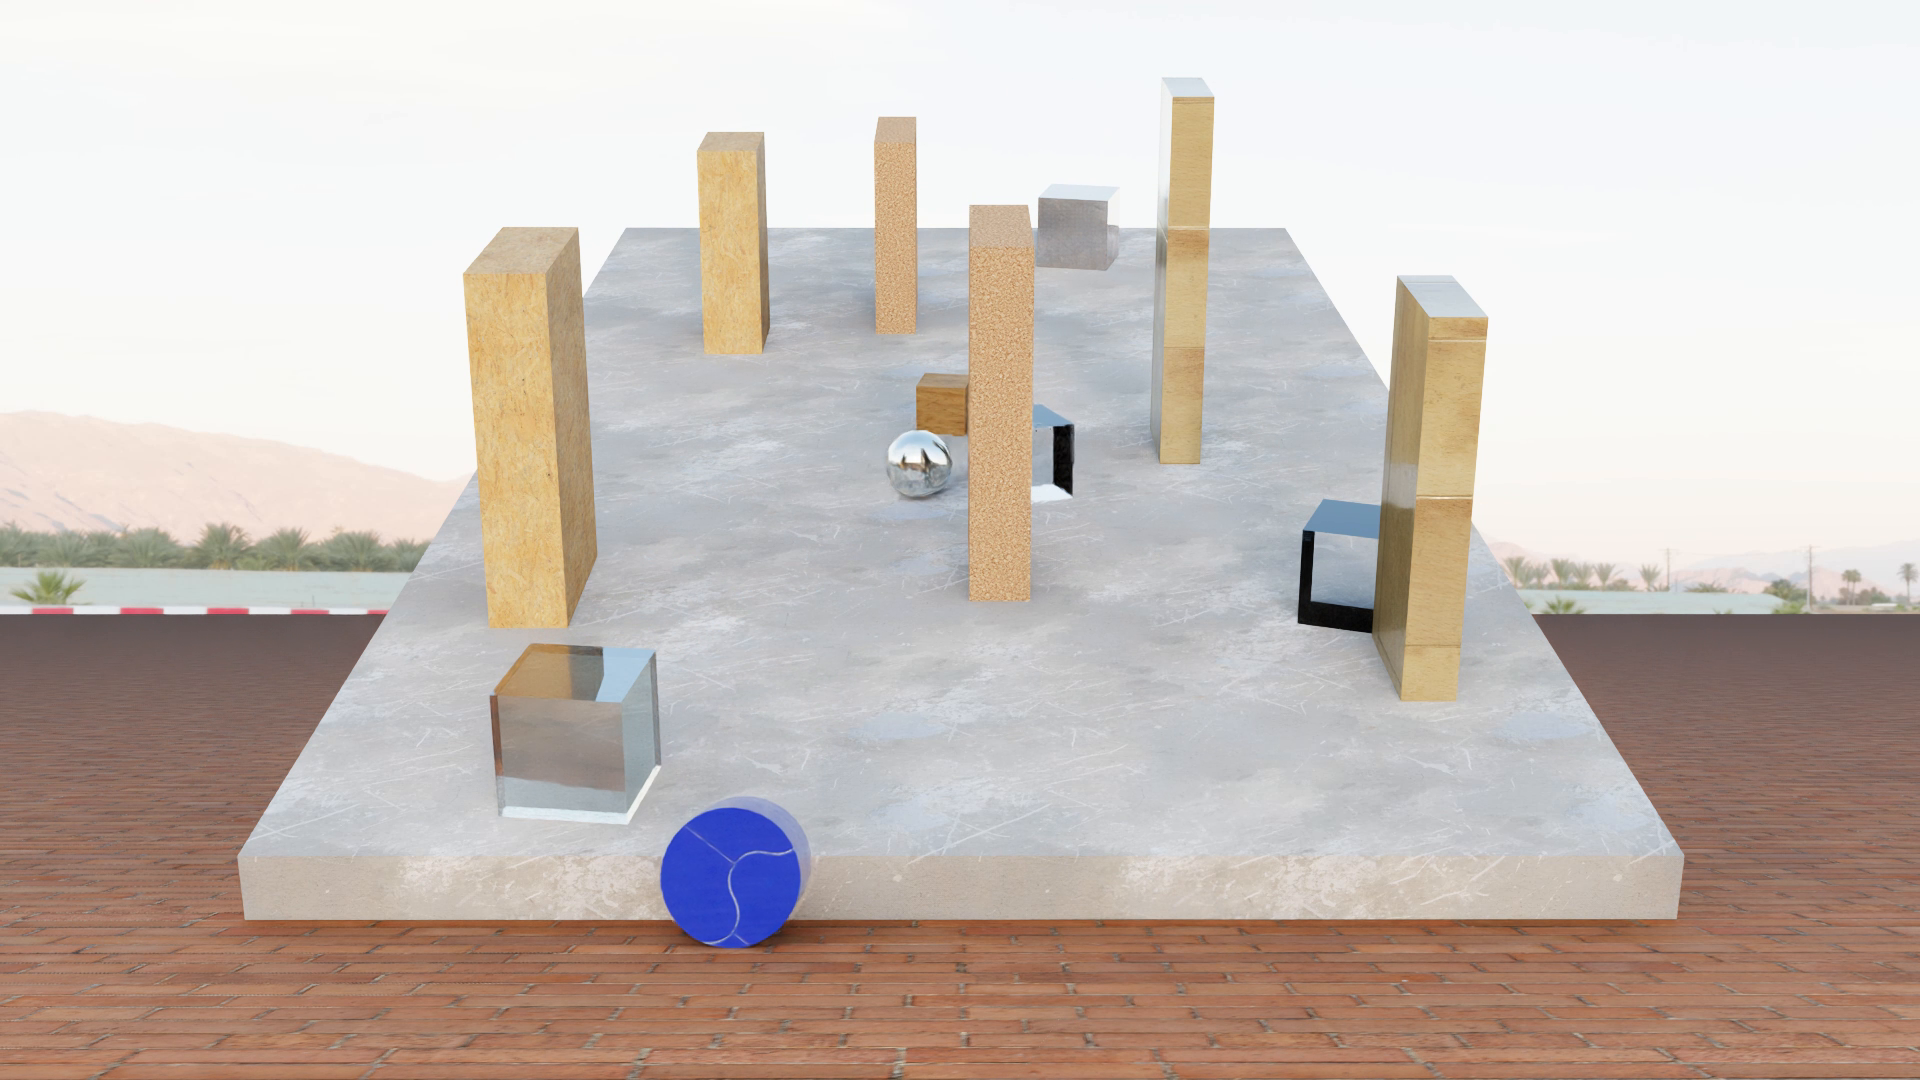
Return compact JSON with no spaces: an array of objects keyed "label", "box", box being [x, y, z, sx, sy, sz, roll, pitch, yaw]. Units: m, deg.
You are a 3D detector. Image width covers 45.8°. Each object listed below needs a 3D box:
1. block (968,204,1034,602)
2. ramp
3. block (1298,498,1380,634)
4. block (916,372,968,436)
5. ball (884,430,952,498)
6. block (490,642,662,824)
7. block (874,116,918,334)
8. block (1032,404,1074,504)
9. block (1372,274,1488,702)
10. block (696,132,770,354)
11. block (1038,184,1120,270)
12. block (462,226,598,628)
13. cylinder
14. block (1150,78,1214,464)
[{"label":"block","box":[0.070,-0.251,4.076,0.107,0.639,0.342,0,20,0]},{"label":"ramp","box":[-0.005,-0.209,5.031,2.000,0.100,4.000,0,20,0]},{"label":"block","box":[0.695,0.046,3.949,0.172,0.172,0.172,7,21,19]},{"label":"block","box":[-0.033,-0.298,4.971,0.107,0.107,0.107,3,21,9]},{"label":"ball","box":[-0.083,-0.153,4.539,0.135,0.135,0.135,0,-2,0]},{"label":"block","box":[-0.553,0.278,3.290,0.190,0.190,0.190,3,20,7]},{"label":"block","box":[-0.162,-0.812,5.820,0.100,0.483,0.377,0,20,0]},{"label":"block","box":[0.125,-0.171,4.561,0.154,0.154,0.154,-9,22,-23]},{"label":"block","box":[0.748,-0.084,3.641,0.089,0.631,0.266,0,20,0]},{"label":"block","box":[-0.554,-0.732,5.583,0.141,0.498,0.261,0,20,0]},{"label":"block","box":[0.337,-0.889,6.444,0.199,0.199,0.199,5,21,13]},{"label":"block","box":[-0.742,-0.202,3.964,0.134,0.623,0.353,0,20,0]},{"label":"cylinder","box":[-0.293,0.435,2.997,0.180,0.180,0.180,0,-2,1]},{"label":"block","box":[0.461,-0.560,4.736,0.084,0.765,0.250,0,20,0]}]
